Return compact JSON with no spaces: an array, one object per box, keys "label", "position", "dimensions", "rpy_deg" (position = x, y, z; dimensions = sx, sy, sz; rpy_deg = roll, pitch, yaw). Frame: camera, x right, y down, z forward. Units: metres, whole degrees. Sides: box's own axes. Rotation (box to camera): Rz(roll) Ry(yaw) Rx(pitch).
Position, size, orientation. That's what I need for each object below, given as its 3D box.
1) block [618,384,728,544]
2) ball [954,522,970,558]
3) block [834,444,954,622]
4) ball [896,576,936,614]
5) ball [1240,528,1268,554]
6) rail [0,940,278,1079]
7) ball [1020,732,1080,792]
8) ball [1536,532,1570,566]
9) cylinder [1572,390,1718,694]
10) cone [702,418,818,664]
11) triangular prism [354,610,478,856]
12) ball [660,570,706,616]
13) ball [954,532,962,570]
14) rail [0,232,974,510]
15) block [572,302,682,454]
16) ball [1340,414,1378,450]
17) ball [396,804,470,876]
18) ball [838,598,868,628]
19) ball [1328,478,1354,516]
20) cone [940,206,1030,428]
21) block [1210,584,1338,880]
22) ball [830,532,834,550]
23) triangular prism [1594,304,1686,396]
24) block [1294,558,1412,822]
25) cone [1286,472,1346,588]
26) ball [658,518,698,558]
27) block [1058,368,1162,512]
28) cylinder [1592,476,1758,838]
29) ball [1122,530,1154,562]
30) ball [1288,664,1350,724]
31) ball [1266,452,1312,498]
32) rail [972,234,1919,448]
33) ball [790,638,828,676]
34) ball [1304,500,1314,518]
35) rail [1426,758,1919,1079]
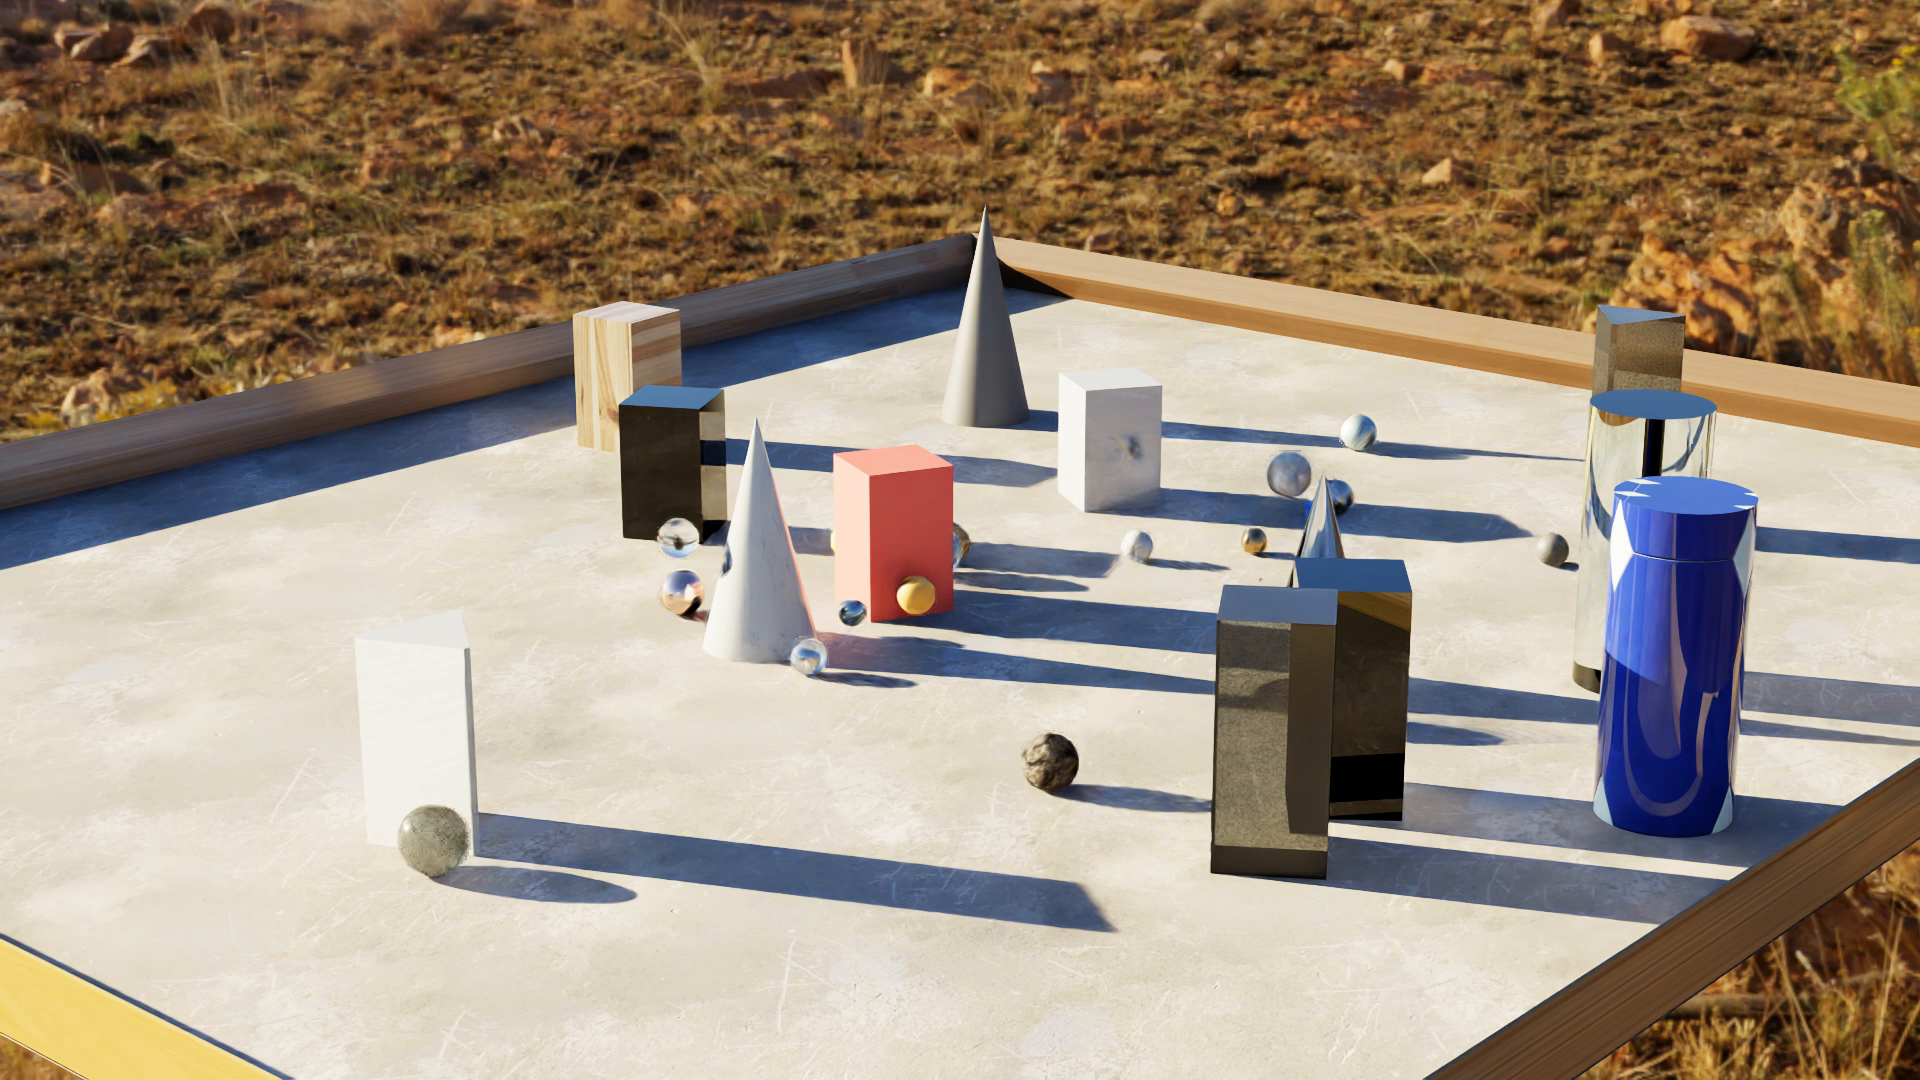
[{"label":"block","position":[-0.535,-0.143,5.477],"dimensions":[0.156,0.257,0.156],"rpy_deg":[4,17,12]},{"label":"ball","position":[-0.017,0.004,5.309],"dimensions":[0.072,0.072,0.072],"rpy_deg":[0,17,0]},{"label":"block","position":[-0.114,-0.013,5.043],"dimensions":[0.156,0.259,0.156],"rpy_deg":[-8,18,-24]},{"label":"ball","position":[-0.074,0.093,4.967],"dimensions":[0.067,0.067,0.067],"rpy_deg":[0,17,0]},{"label":"ball","position":[0.538,0.002,5.356],"dimensions":[0.049,0.049,0.049],"rpy_deg":[0,17,0]},{"label":"rail","position":[-1.326,0.473,3.658],"dimensions":[3.476,0.126,0.045],"rpy_deg":[14,22,39]},{"label":"ball","position":[0.130,0.321,4.236],"dimensions":[0.085,0.085,0.085],"rpy_deg":[0,17,0]},{"label":"ball","position":[1.068,0.017,5.287],"dimensions":[0.060,0.060,0.060],"rpy_deg":[0,17,0]},{"label":"cylinder","position":[1.080,0.006,4.637],"dimensions":[0.194,0.456,0.194],"rpy_deg":[0,17,0]},{"label":"cone","position":[-0.331,-0.015,4.817],"dimensions":[0.194,0.393,0.194],"rpy_deg":[0,17,0]},{"label":"triangular prism","position":[-0.721,0.262,4.062],"dimensions":[0.168,0.299,0.146],"rpy_deg":[5,17,16]},{"label":"ball","position":[-0.475,0.090,5.013],"dimensions":[0.078,0.078,0.078],"rpy_deg":[0,17,0]},{"label":"ball","position":[-0.041,0.020,5.223],"dimensions":[0.092,0.092,0.092],"rpy_deg":[0,17,0]},{"label":"rail","position":[-1.294,-0.293,6.196],"dimensions":[0.045,0.126,4.093],"rpy_deg":[14,22,39]},{"label":"block","position":[-0.686,-0.335,6.075],"dimensions":[0.156,0.279,0.156],"rpy_deg":[11,20,33]},{"label":"ball","position":[0.824,-0.222,6.053],"dimensions":[0.075,0.075,0.075],"rpy_deg":[0,17,0]},{"label":"ball","position":[-0.709,0.403,3.944],"dimensions":[0.097,0.097,0.097],"rpy_deg":[0,17,0]},{"label":"ball","position":[-0.180,0.121,4.903],"dimensions":[0.049,0.049,0.049],"rpy_deg":[0,17,0]},{"label":"ball","position":[0.716,-0.081,5.586],"dimensions":[0.070,0.070,0.070],"rpy_deg":[0,17,0]},{"label":"cone","position":[0.055,-0.489,6.263],"dimensions":[0.194,0.466,0.194],"rpy_deg":[0,17,0]},{"label":"block","position":[0.425,0.258,3.967],"dimensions":[0.156,0.360,0.156],"rpy_deg":[2,17,8]},{"label":"ball","position":[-0.204,0.001,5.334],"dimensions":[0.063,0.063,0.063],"rpy_deg":[0,17,0]},{"label":"triangular prism","position":[1.232,-0.228,5.496],"dimensions":[0.168,0.408,0.146],"rpy_deg":[-9,19,-26]},{"label":"block","position":[0.551,0.211,4.164],"dimensions":[0.156,0.338,0.156],"rpy_deg":[1,17,4]},{"label":"cone","position":[0.568,0.061,4.625],"dimensions":[0.194,0.359,0.194],"rpy_deg":[0,17,0]},{"label":"ball","position":[-0.465,-0.003,4.838],"dimensions":[0.067,0.067,0.067],"rpy_deg":[0,17,0]},{"label":"block","position":[0.290,-0.196,5.679],"dimensions":[0.156,0.240,0.156],"rpy_deg":[-5,17,-16]},{"label":"cylinder","position":[0.998,0.162,4.100],"dimensions":[0.194,0.468,0.194],"rpy_deg":[0,17,0]},{"label":"ball","position":[0.321,0.011,5.312],"dimensions":[0.058,0.058,0.058],"rpy_deg":[0,17,0]},{"label":"ball","position":[0.551,0.237,4.500],"dimensions":[0.093,0.093,0.093],"rpy_deg":[0,17,0]},{"label":"ball","position":[0.626,-0.125,5.575],"dimensions":[0.089,0.089,0.089],"rpy_deg":[0,17,0]},{"label":"rail","position":[1.326,-0.410,6.583],"dimensions":[3.476,0.126,0.045],"rpy_deg":[14,22,39]},{"label":"ball","position":[-0.243,0.188,4.720],"dimensions":[0.061,0.061,0.061],"rpy_deg":[0,17,0]},{"label":"ball","position":[0.673,-0.056,5.562],"dimensions":[0.041,0.041,0.041],"rpy_deg":[0,17,0]},{"label":"rail","position":[1.294,0.356,4.044],"dimensions":[0.045,0.126,4.093],"rpy_deg":[14,22,39]}]
